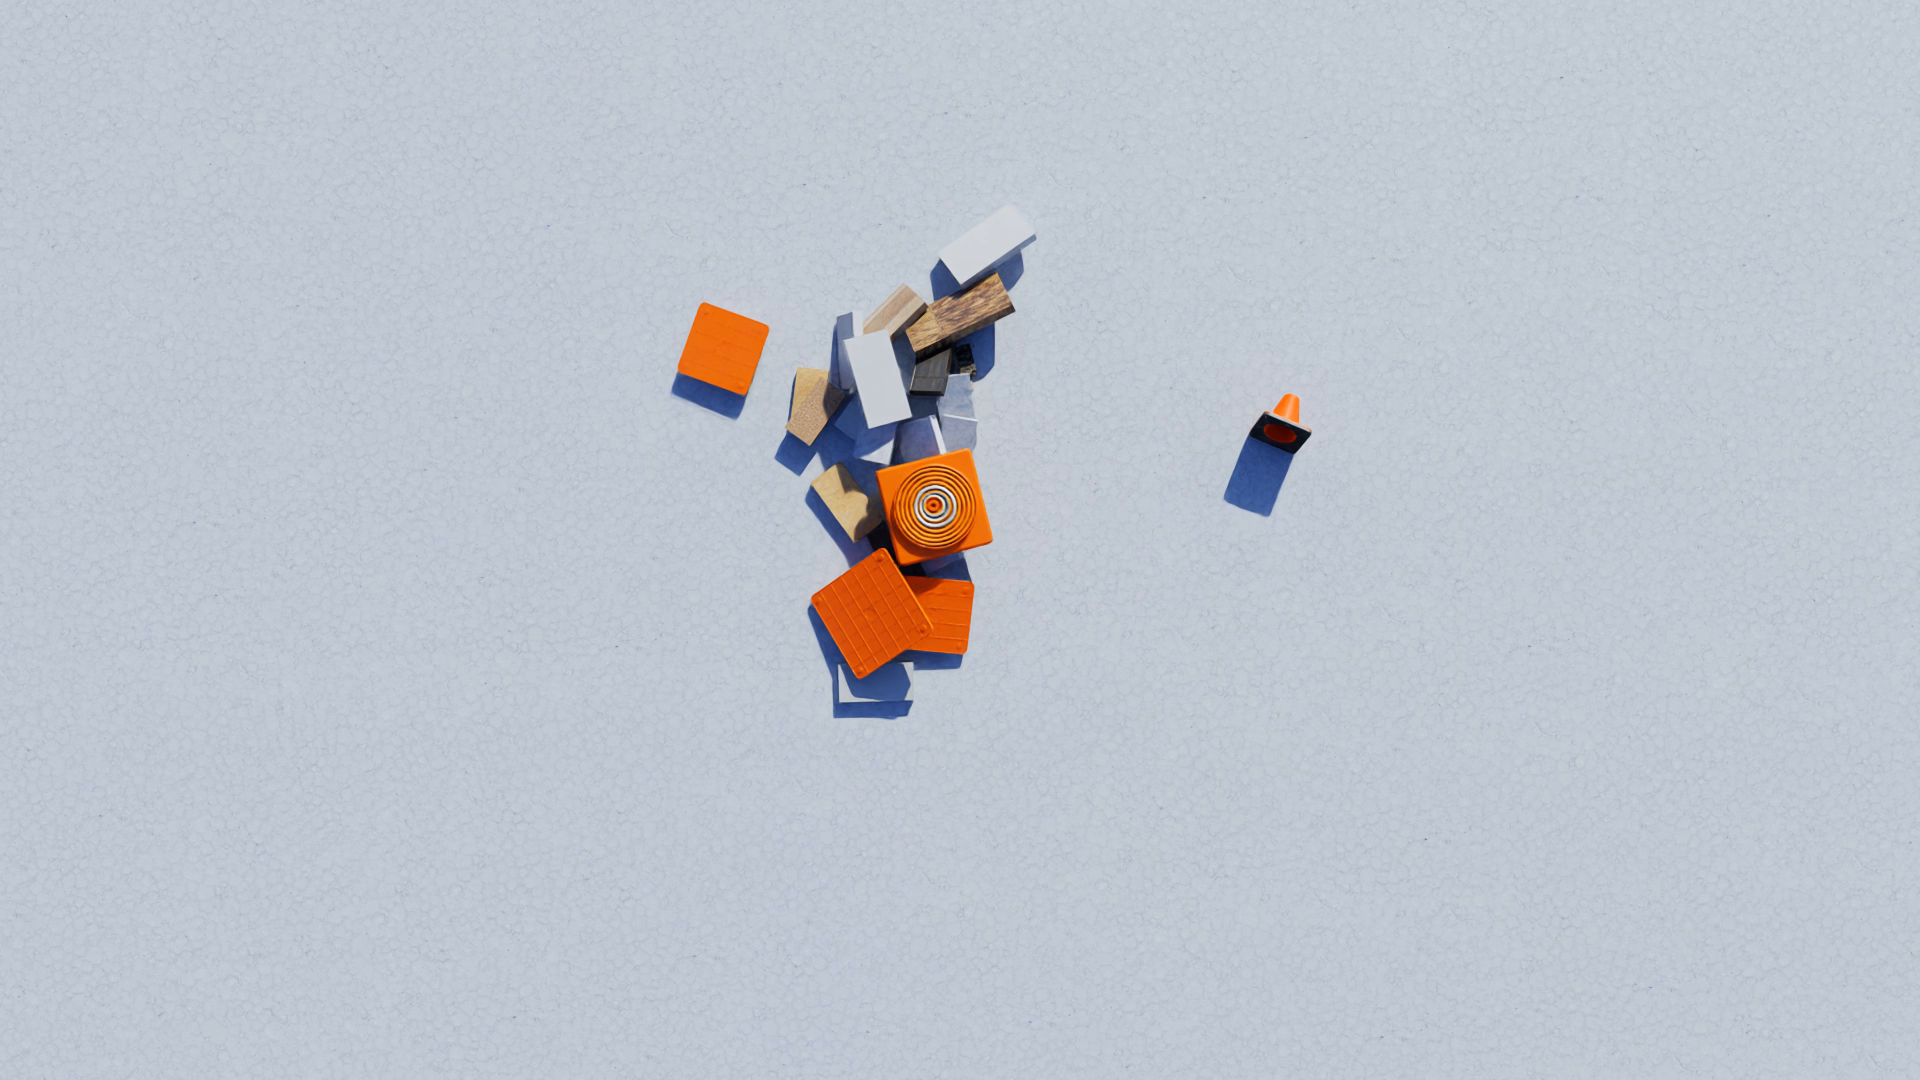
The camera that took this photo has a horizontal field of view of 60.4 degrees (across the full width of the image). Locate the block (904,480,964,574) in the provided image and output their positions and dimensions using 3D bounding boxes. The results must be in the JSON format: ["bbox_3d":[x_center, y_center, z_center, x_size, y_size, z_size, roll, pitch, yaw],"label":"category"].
[{"bbox_3d":[-0.109,-0.043,5.444,0.140,0.040,0.281,-25,92,28],"label":"block"}]

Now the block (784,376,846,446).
[{"bbox_3d":[-0.477,-0.425,5.456,0.104,0.029,0.208,35,90,0],"label":"block"}]

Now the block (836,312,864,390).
[{"bbox_3d":[-0.359,-0.623,5.439,0.034,0.121,0.243,-3,90,-30],"label":"block"}]

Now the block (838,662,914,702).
[{"bbox_3d":[-0.278,0.472,5.482,0.248,0.035,0.124,-2,90,0],"label":"block"}]

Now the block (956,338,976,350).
[{"bbox_3d":[-0.008,-0.651,5.492,0.106,0.015,0.053,28,90,0],"label":"block"}]

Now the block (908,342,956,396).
[{"bbox_3d":[-0.088,-0.581,5.423,0.114,0.032,0.229,3,66,19],"label":"block"}]

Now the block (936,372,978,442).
[{"bbox_3d":[-0.012,-0.431,5.453,0.114,0.032,0.229,-6,103,5],"label":"block"}]

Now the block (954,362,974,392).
[{"bbox_3d":[0.013,-0.541,5.479,0.051,0.015,0.103,-7,75,-1],"label":"block"}]

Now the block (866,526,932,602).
[{"bbox_3d":[-0.203,0.070,5.482,0.124,0.035,0.247,-24,90,0],"label":"block"}]

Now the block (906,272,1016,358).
[{"bbox_3d":[-0.008,-0.741,5.433,0.356,0.042,0.148,-25,61,4],"label":"block"}]

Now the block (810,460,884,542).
[{"bbox_3d":[-0.373,-0.127,5.482,0.124,0.035,0.248,-36,90,0],"label":"block"}]

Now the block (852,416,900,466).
[{"bbox_3d":[-0.266,-0.376,5.429,0.122,0.034,0.243,12,87,6],"label":"block"}]

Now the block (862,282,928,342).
[{"bbox_3d":[-0.231,-0.727,5.454,0.243,0.034,0.122,-45,59,0],"label":"block"}]

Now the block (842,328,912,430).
[{"bbox_3d":[-0.270,-0.523,5.372,0.148,0.042,0.296,-16,93,-13],"label":"block"}]

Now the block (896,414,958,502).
[{"bbox_3d":[-0.111,-0.259,5.443,0.140,0.040,0.281,-15,93,28],"label":"block"}]

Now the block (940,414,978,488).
[{"bbox_3d":[-0.015,-0.294,5.454,0.114,0.032,0.229,10,105,0],"label":"block"}]

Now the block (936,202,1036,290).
[{"bbox_3d":[0.089,-0.971,5.453,0.296,0.042,0.148,-35,68,0],"label":"block"}]

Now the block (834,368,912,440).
[{"bbox_3d":[-0.278,-0.454,5.480,0.140,0.040,0.281,36,90,0],"label":"block"}]

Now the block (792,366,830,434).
[{"bbox_3d":[-0.500,-0.465,5.485,0.104,0.029,0.208,7,90,0],"label":"block"}]

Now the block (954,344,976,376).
[{"bbox_3d":[0.019,-0.594,5.470,0.053,0.015,0.106,-14,82,0],"label":"block"}]

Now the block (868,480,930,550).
[{"bbox_3d":[-0.199,-0.085,5.431,0.104,0.029,0.208,-38,86,23],"label":"block"}]
